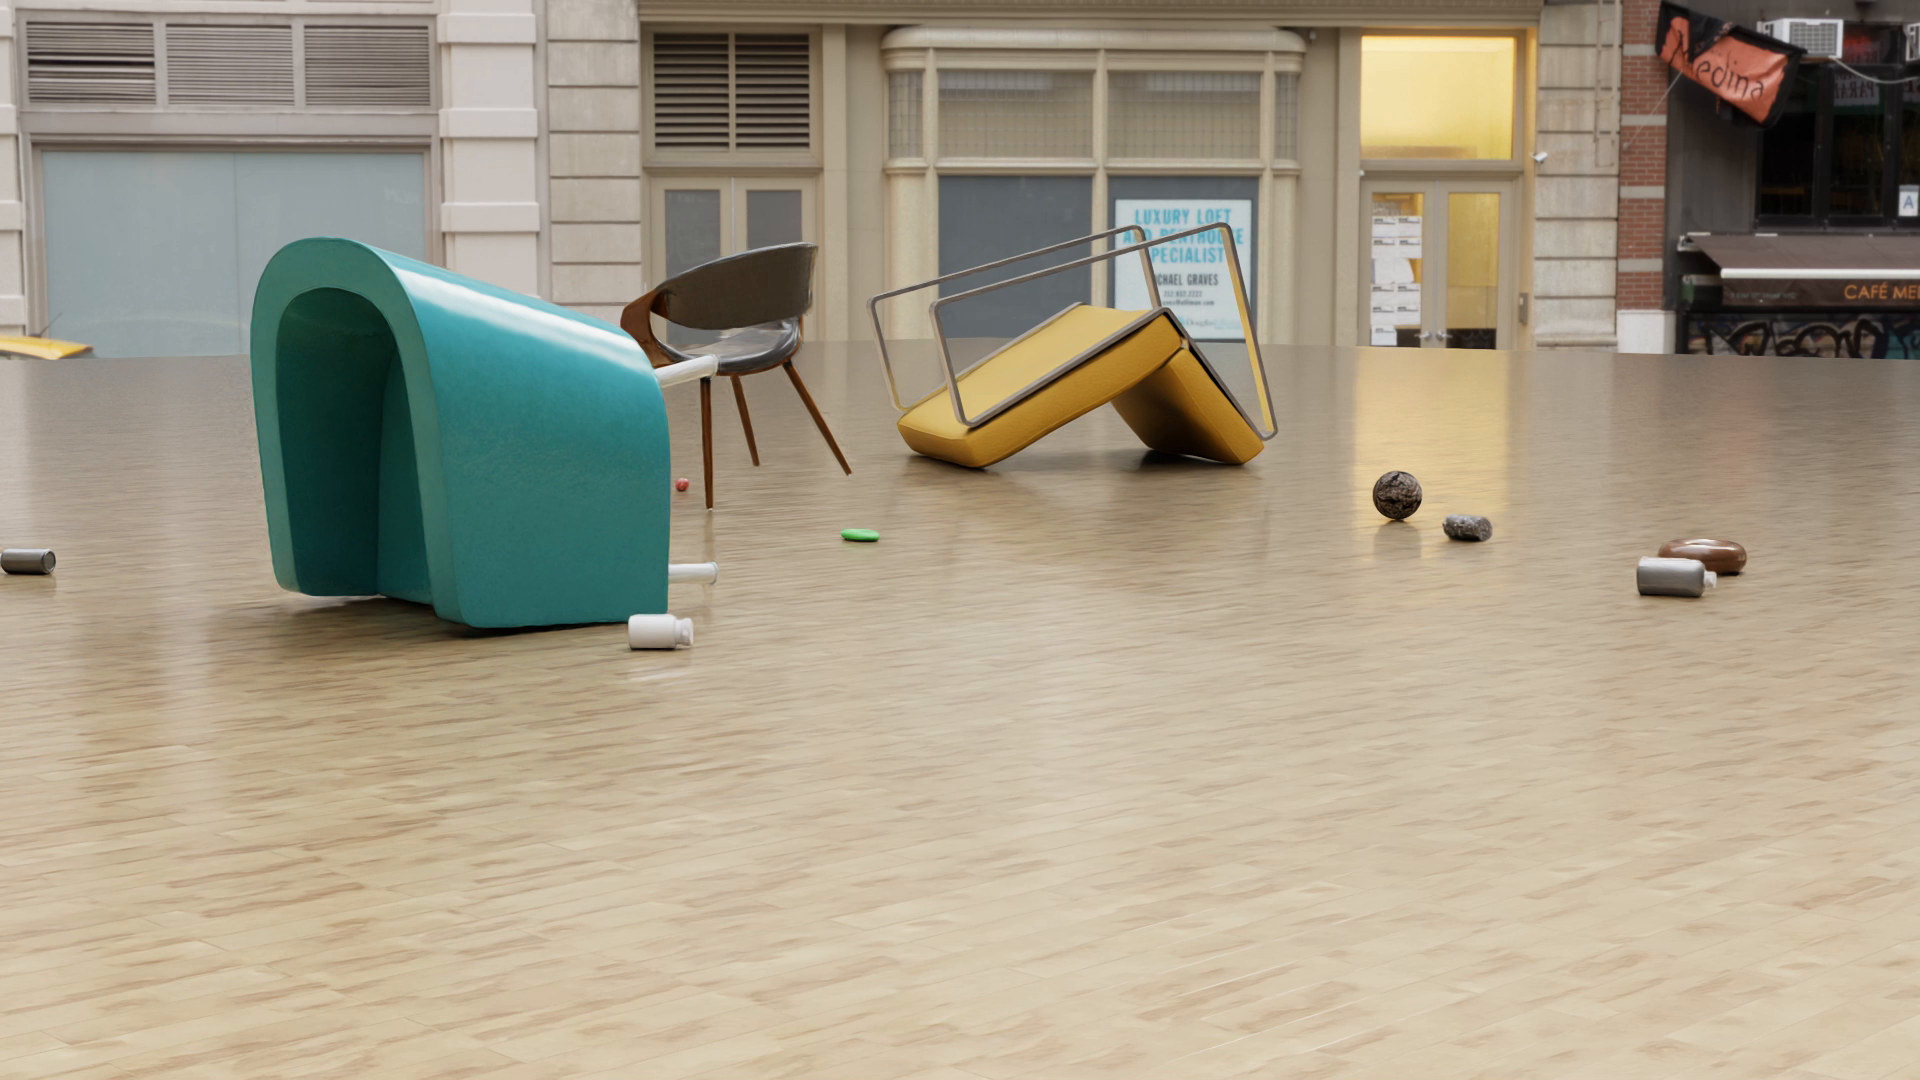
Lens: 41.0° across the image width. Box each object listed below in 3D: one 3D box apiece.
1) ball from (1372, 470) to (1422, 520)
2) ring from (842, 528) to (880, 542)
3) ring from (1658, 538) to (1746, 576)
[{"bbox_3d":[1.184,-0.122,6.944,0.133,0.133,0.133,0,6,0],"label":"ball"},{"bbox_3d":[-0.250,-0.012,6.421,0.085,0.023,0.142,-2,7,-27],"label":"ring"},{"bbox_3d":[1.654,0.038,5.719,0.187,0.068,0.223,6,7,39],"label":"ring"}]
